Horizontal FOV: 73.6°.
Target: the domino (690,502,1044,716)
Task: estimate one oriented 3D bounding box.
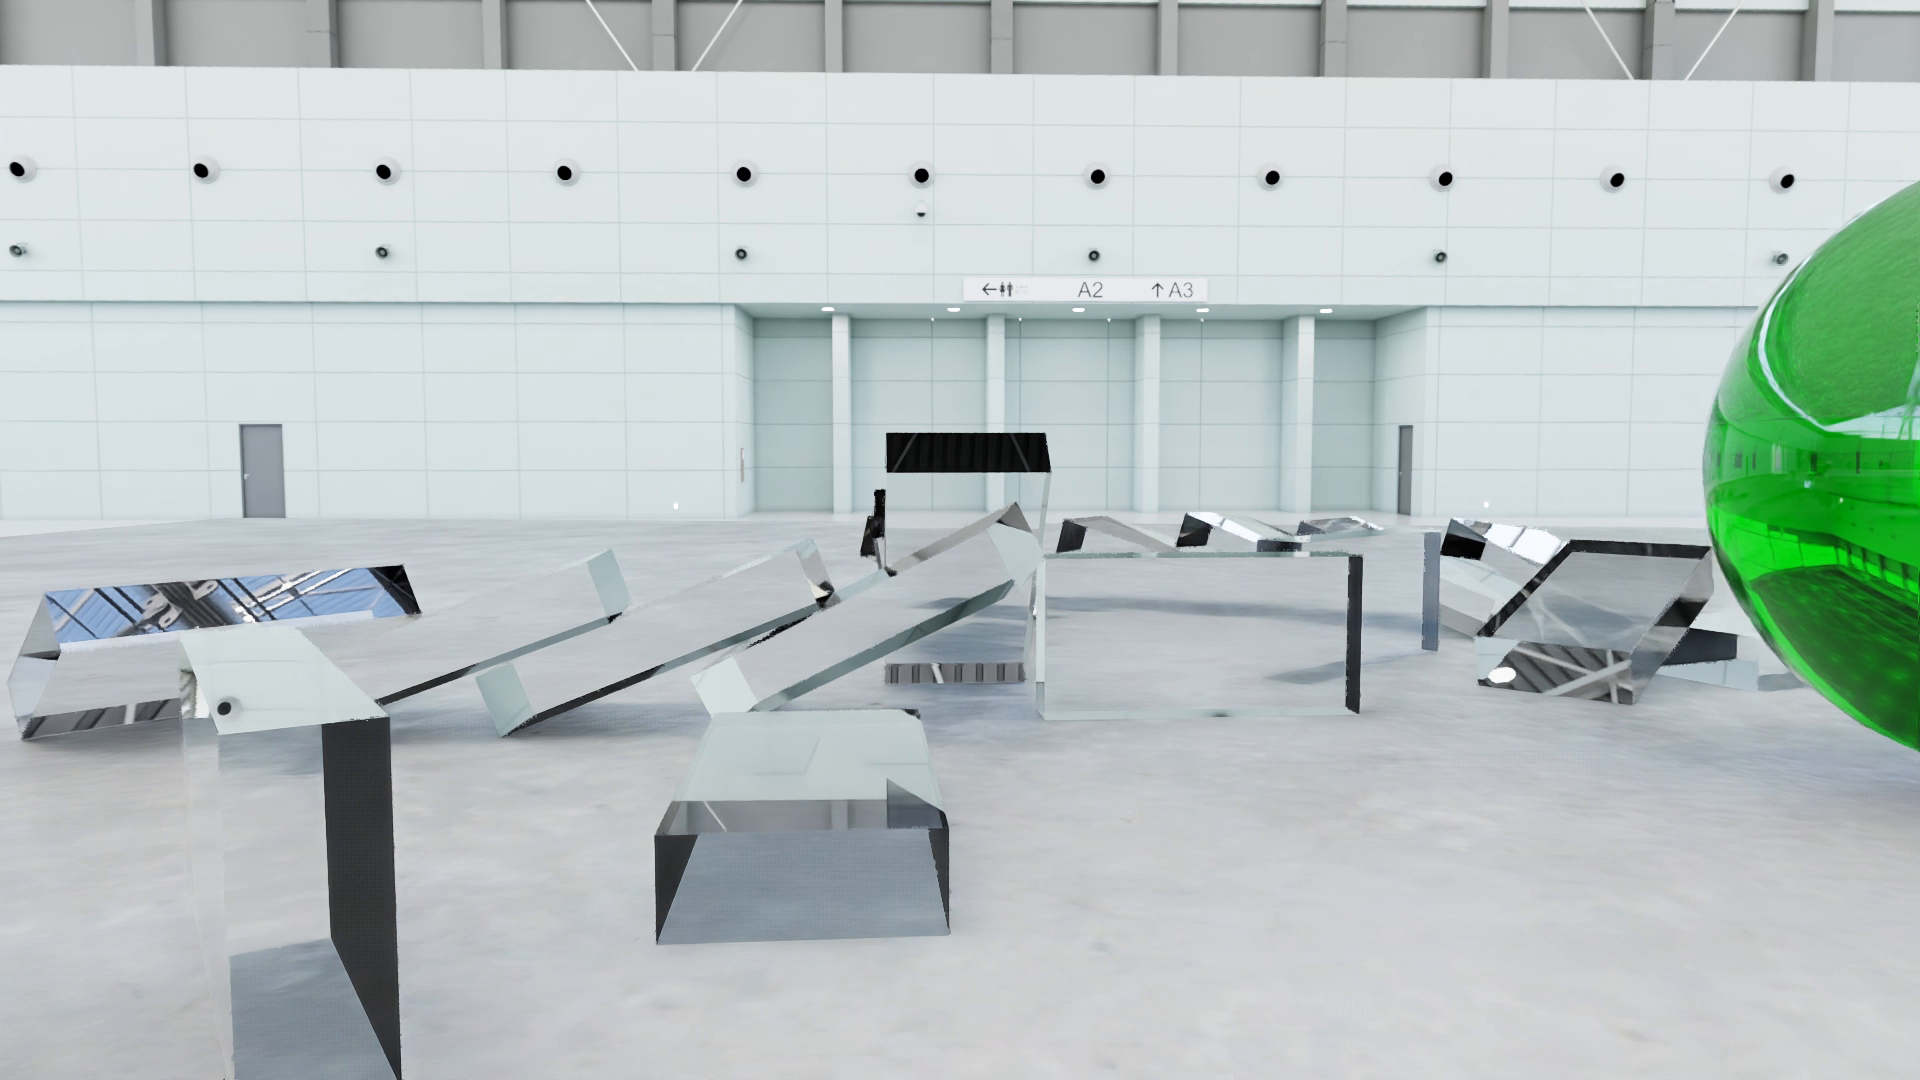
[{"bbox_3d":[-0.013,0.011,0.193,0.050,0.010,0.025,-26,4,15],"label":"domino"}]

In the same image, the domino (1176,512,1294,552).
[{"bbox_3d":[0.083,0.006,0.326,0.050,0.009,0.025,27,20,39],"label":"domino"}]

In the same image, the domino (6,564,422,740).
[{"bbox_3d":[-0.114,0.016,0.198,0.050,0.009,0.025,-5,-30,-50],"label":"domino"}]

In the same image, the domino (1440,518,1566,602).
[{"bbox_3d":[0.131,0.009,0.282,0.025,0.009,0.050,8,17,-12],"label":"domino"}]

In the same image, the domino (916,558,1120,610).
[{"bbox_3d":[0.016,0.012,0.351,0.050,0.009,0.025,2,5,25],"label":"domino"}]

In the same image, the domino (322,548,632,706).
[{"bbox_3d":[-0.077,0.015,0.194,0.050,0.009,0.025,-20,6,-5],"label":"domino"}]

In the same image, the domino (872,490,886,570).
[{"bbox_3d":[-0.002,0.007,0.242,0.025,0.010,0.050,0,-28,2],"label":"domino"}]

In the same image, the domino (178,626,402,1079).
[{"bbox_3d":[-0.055,0.022,0.102,0.010,0.025,0.050,-3,5,-34],"label":"domino"}]

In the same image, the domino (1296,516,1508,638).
[{"bbox_3d":[0.106,0.008,0.301,0.025,0.009,0.050,-4,23,-43],"label":"domino"}]

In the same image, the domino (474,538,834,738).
[{"bbox_3d":[-0.045,0.014,0.198,0.050,0.009,0.025,-22,4,1],"label":"domino"}]

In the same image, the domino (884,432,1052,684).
[{"bbox_3d":[0.000,0.004,0.215,0.025,0.050,0.010,0,45,-4],"label":"domino"}]

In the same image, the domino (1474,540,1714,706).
[{"bbox_3d":[0.116,0.013,0.233,0.025,0.010,0.050,4,23,43],"label":"domino"}]

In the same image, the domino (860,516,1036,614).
[{"bbox_3d":[0.001,0.007,0.306,0.025,0.009,0.050,3,-15,33],"label":"domino"}]

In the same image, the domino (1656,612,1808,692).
[{"bbox_3d":[0.155,0.020,0.240,0.050,0.009,0.025,-2,5,-23],"label":"domino"}]

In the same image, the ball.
[{"bbox_3d":[0.137,-0.009,0.158,0.080,0.080,0.080,0,4,0],"label":"ball"}]

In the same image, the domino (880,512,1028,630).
[{"bbox_3d":[0.000,0.008,0.272,0.025,0.009,0.050,1,-20,8],"label":"domino"}]

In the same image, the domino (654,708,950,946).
[{"bbox_3d":[-0.016,0.028,0.135,0.025,0.009,0.050,0,4,-5],"label":"domino"}]

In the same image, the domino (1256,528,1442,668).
[{"bbox_3d":[0.076,0.011,0.249,0.050,0.025,0.010,-4,6,-42],"label":"domino"}]

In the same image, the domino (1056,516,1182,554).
[{"bbox_3d":[0.054,0.006,0.341,0.050,0.010,0.025,20,14,29],"label":"domino"}]

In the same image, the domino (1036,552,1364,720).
[{"bbox_3d":[0.038,0.015,0.204,0.050,0.025,0.010,0,4,-5],"label":"domino"}]
